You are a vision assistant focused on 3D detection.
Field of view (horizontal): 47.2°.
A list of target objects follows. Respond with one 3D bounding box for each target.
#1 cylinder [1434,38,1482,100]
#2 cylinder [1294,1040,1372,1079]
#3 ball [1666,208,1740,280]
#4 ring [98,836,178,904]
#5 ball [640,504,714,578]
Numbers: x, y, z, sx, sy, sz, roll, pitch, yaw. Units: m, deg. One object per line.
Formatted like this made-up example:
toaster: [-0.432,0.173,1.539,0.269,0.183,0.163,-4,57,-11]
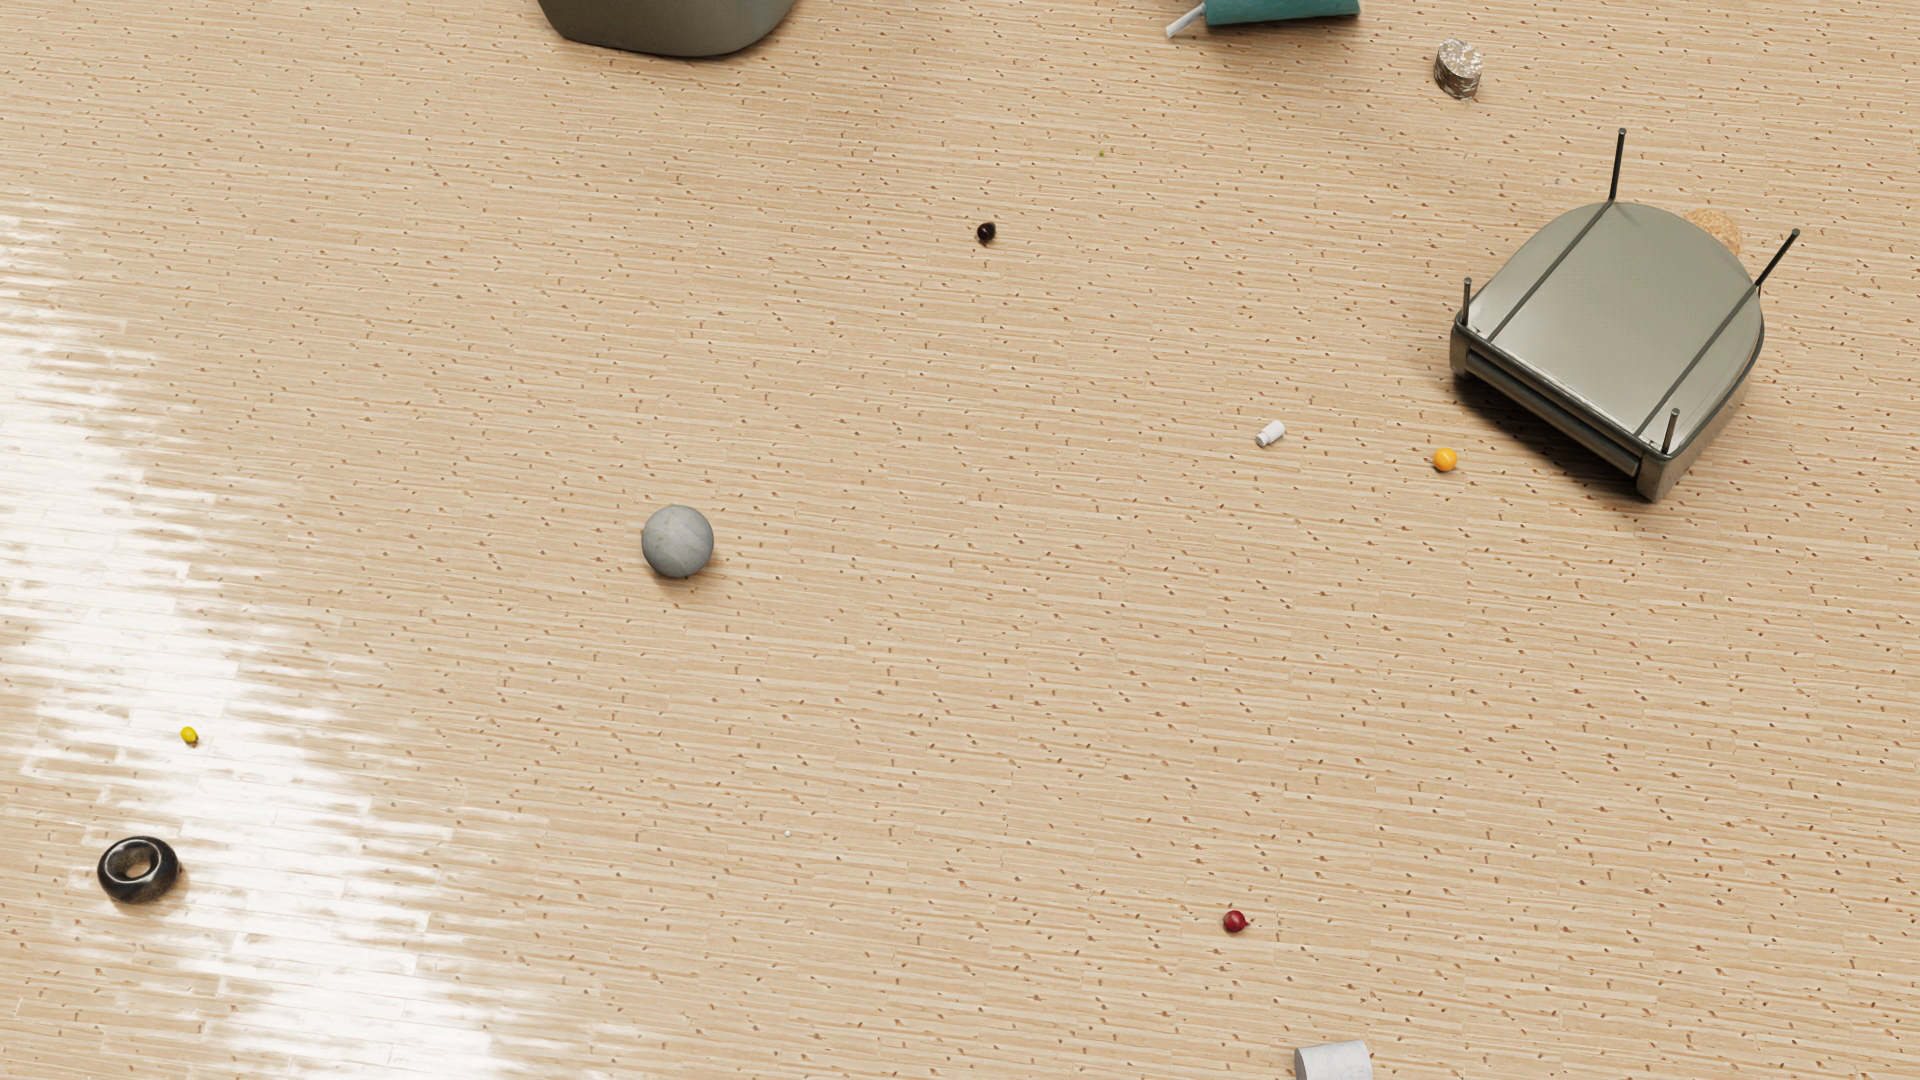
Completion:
cylinder: [1.722,-1.628,7.604,0.135,0.105,0.201,-16,58,-11]
cylinder: [0.948,1.348,5.588,0.166,0.136,0.136,-7,28,-5]
ball: [2.391,-0.953,7.076,0.228,0.228,0.228,0,56,0]
ring: [-2.211,0.886,5.917,0.212,0.105,0.183,-5,58,-5]
ball: [-0.827,0.003,6.443,0.213,0.213,0.213,0,56,0]
